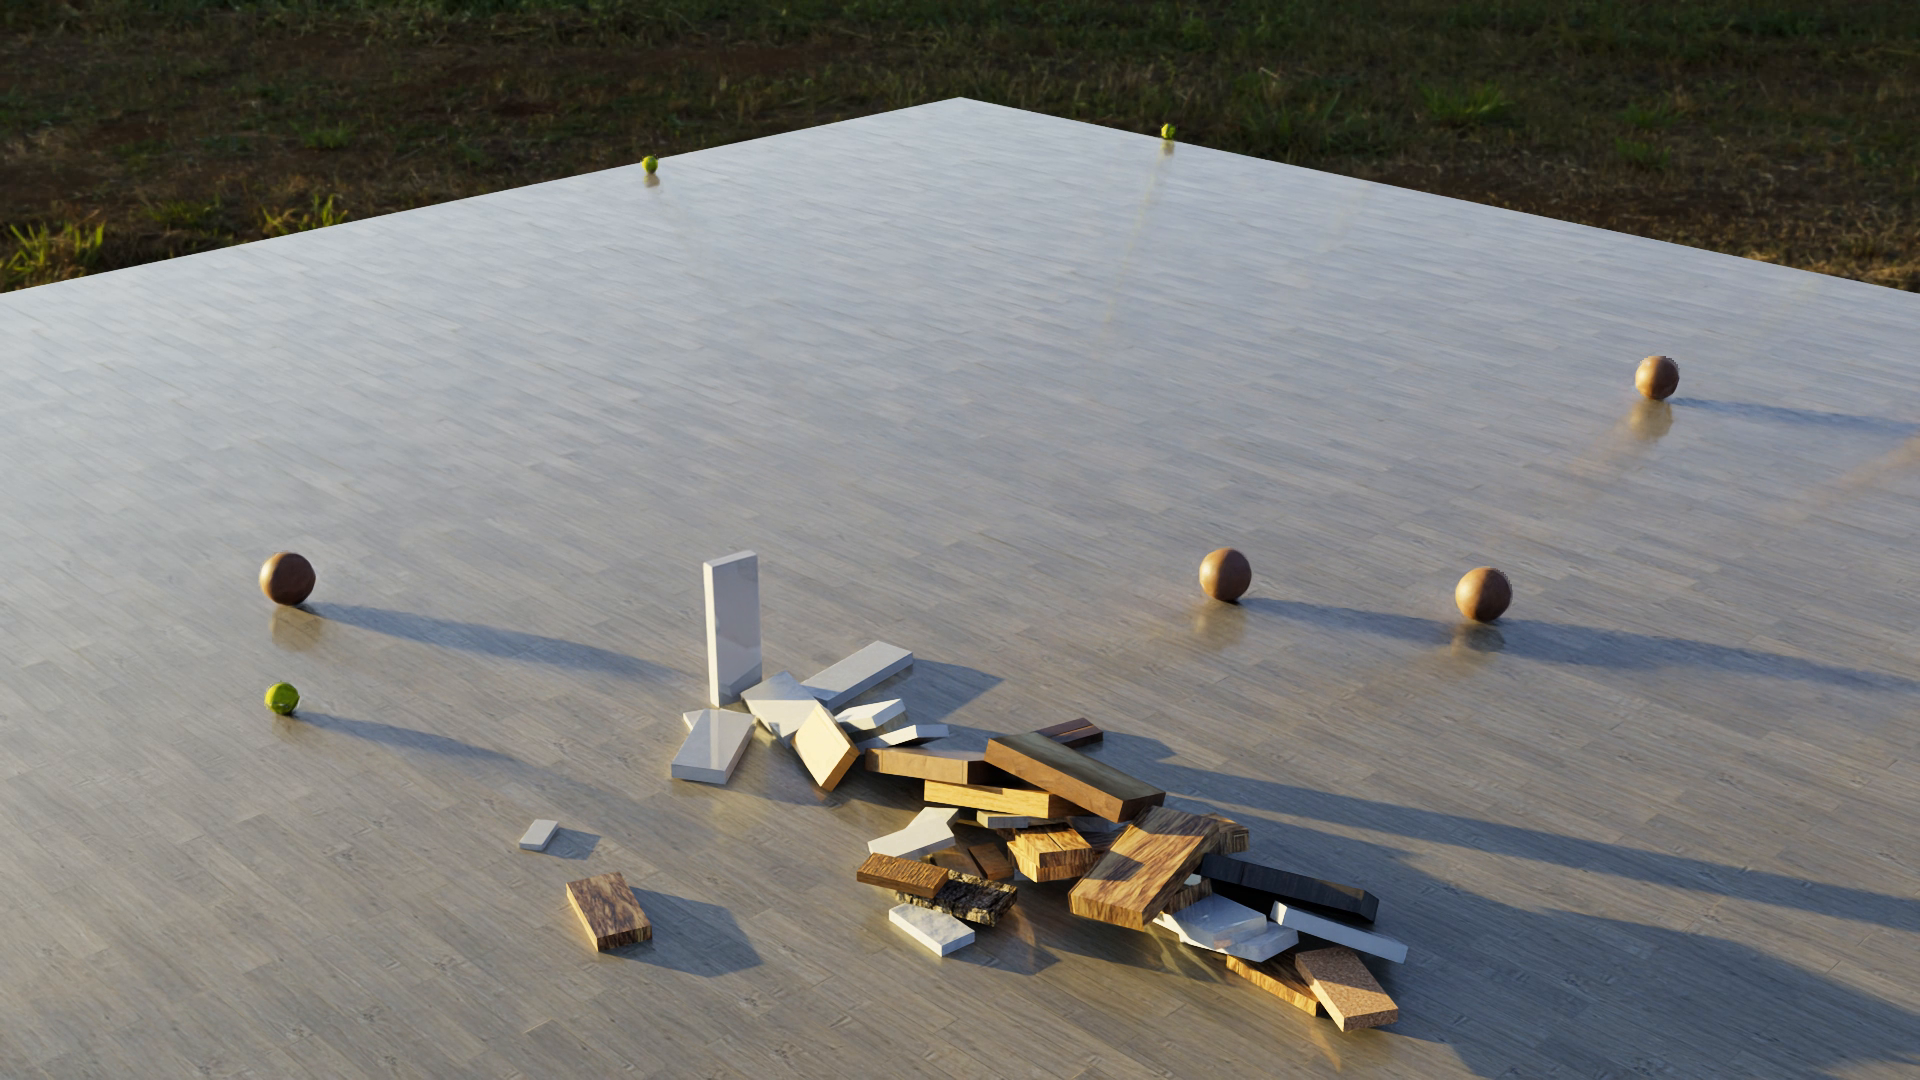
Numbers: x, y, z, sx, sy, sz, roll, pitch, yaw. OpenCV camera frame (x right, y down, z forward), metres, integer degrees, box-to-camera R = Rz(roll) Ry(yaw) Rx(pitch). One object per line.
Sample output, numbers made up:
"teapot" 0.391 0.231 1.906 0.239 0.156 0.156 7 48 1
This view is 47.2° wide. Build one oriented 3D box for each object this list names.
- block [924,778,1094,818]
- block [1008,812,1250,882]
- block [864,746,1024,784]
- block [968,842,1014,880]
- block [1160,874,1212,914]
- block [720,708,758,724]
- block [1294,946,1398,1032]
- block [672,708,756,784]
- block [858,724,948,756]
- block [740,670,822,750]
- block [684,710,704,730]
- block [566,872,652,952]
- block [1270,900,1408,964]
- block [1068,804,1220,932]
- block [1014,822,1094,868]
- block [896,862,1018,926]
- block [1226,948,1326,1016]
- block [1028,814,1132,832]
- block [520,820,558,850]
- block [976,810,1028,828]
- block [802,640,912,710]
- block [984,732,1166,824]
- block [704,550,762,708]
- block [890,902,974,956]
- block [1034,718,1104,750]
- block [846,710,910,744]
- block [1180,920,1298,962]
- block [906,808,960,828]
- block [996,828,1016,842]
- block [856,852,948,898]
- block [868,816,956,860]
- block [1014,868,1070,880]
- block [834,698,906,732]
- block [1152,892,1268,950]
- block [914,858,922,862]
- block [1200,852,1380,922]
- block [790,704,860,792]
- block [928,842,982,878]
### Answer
"block" 0.102 0.505 4.357 0.320 0.045 0.160 2 0 42
"block" 0.325 0.590 4.239 0.440 0.043 0.152 -5 7 -18
"block" -0.031 0.455 4.460 0.160 0.045 0.320 2 -1 -41
"block" 0.059 0.624 4.270 0.054 0.015 0.107 -8 24 -19
"block" 0.349 0.648 4.116 0.113 0.032 0.227 -18 14 -39
"block" -0.495 0.394 4.816 0.094 0.013 0.047 11 25 24
"block" 0.670 0.777 3.821 0.100 0.028 0.201 -6 24 -14
"block" -0.521 0.437 4.670 0.117 0.033 0.233 6 27 10
"block" -0.119 0.418 4.594 0.091 0.026 0.183 3 -18 -44
"block" -0.380 0.369 4.810 0.117 0.033 0.233 -27 31 -18
"block" -0.568 0.400 4.801 0.047 0.013 0.094 -9 25 -20
"block" -0.655 0.690 4.097 0.103 0.029 0.206 -10 25 -23
"block" 0.676 0.700 3.928 0.227 0.032 0.113 18 -4 -1
"block" 0.342 0.600 4.056 0.152 0.043 0.303 9 32 32
"block" 0.176 0.574 4.142 0.102 0.029 0.203 -4 7 -11
"block" -0.007 0.661 4.112 0.203 0.029 0.102 11 24 23
"block" 0.584 0.771 3.907 0.100 0.028 0.201 -20 30 -39
"block" 0.225 0.547 4.354 0.203 0.029 0.102 0 7 30
"block" -0.835 0.585 4.365 0.047 0.013 0.094 4 23 10
"block" 0.082 0.542 4.280 0.078 0.022 0.156 0 -2 -7
"block" -0.242 0.308 4.997 0.103 0.029 0.308 16 28 33
"block" 0.222 0.459 4.272 0.320 0.045 0.160 22 13 33
"block" -0.500 0.197 4.862 0.117 0.340 0.033 -16 28 -34
"block" -0.052 0.711 4.057 0.078 0.022 0.156 -17 29 -35
"block" 0.222 0.425 4.732 0.154 0.022 0.077 -13 26 -27
"block" -0.206 0.404 4.669 0.183 0.026 0.091 -18 8 34
"block" 0.502 0.714 3.976 0.100 0.028 0.201 -17 13 -37
"block" -0.061 0.570 4.364 0.072 0.020 0.143 0 17 22
"block" 0.128 0.588 4.355 0.054 0.015 0.107 -18 29 -36
"block" -0.107 0.628 4.121 0.154 0.022 0.077 10 24 20
"block" -0.093 0.588 4.261 0.154 0.022 0.077 -18 28 -12
"block" 0.158 0.636 4.243 0.107 0.015 0.054 0 23 0
"block" -0.208 0.377 4.664 0.091 0.026 0.183 -28 9 -41
"block" 0.448 0.687 4.004 0.113 0.032 0.227 -14 11 -24
"block" -0.104 0.638 4.231 0.072 0.020 0.143 -9 25 -21
"block" 0.612 0.645 4.082 0.303 0.043 0.152 11 -11 23
"block" -0.284 0.434 4.612 0.029 0.103 0.206 34 5 -31
"block" -0.009 0.632 4.246 0.072 0.020 0.143 -6 24 -14
